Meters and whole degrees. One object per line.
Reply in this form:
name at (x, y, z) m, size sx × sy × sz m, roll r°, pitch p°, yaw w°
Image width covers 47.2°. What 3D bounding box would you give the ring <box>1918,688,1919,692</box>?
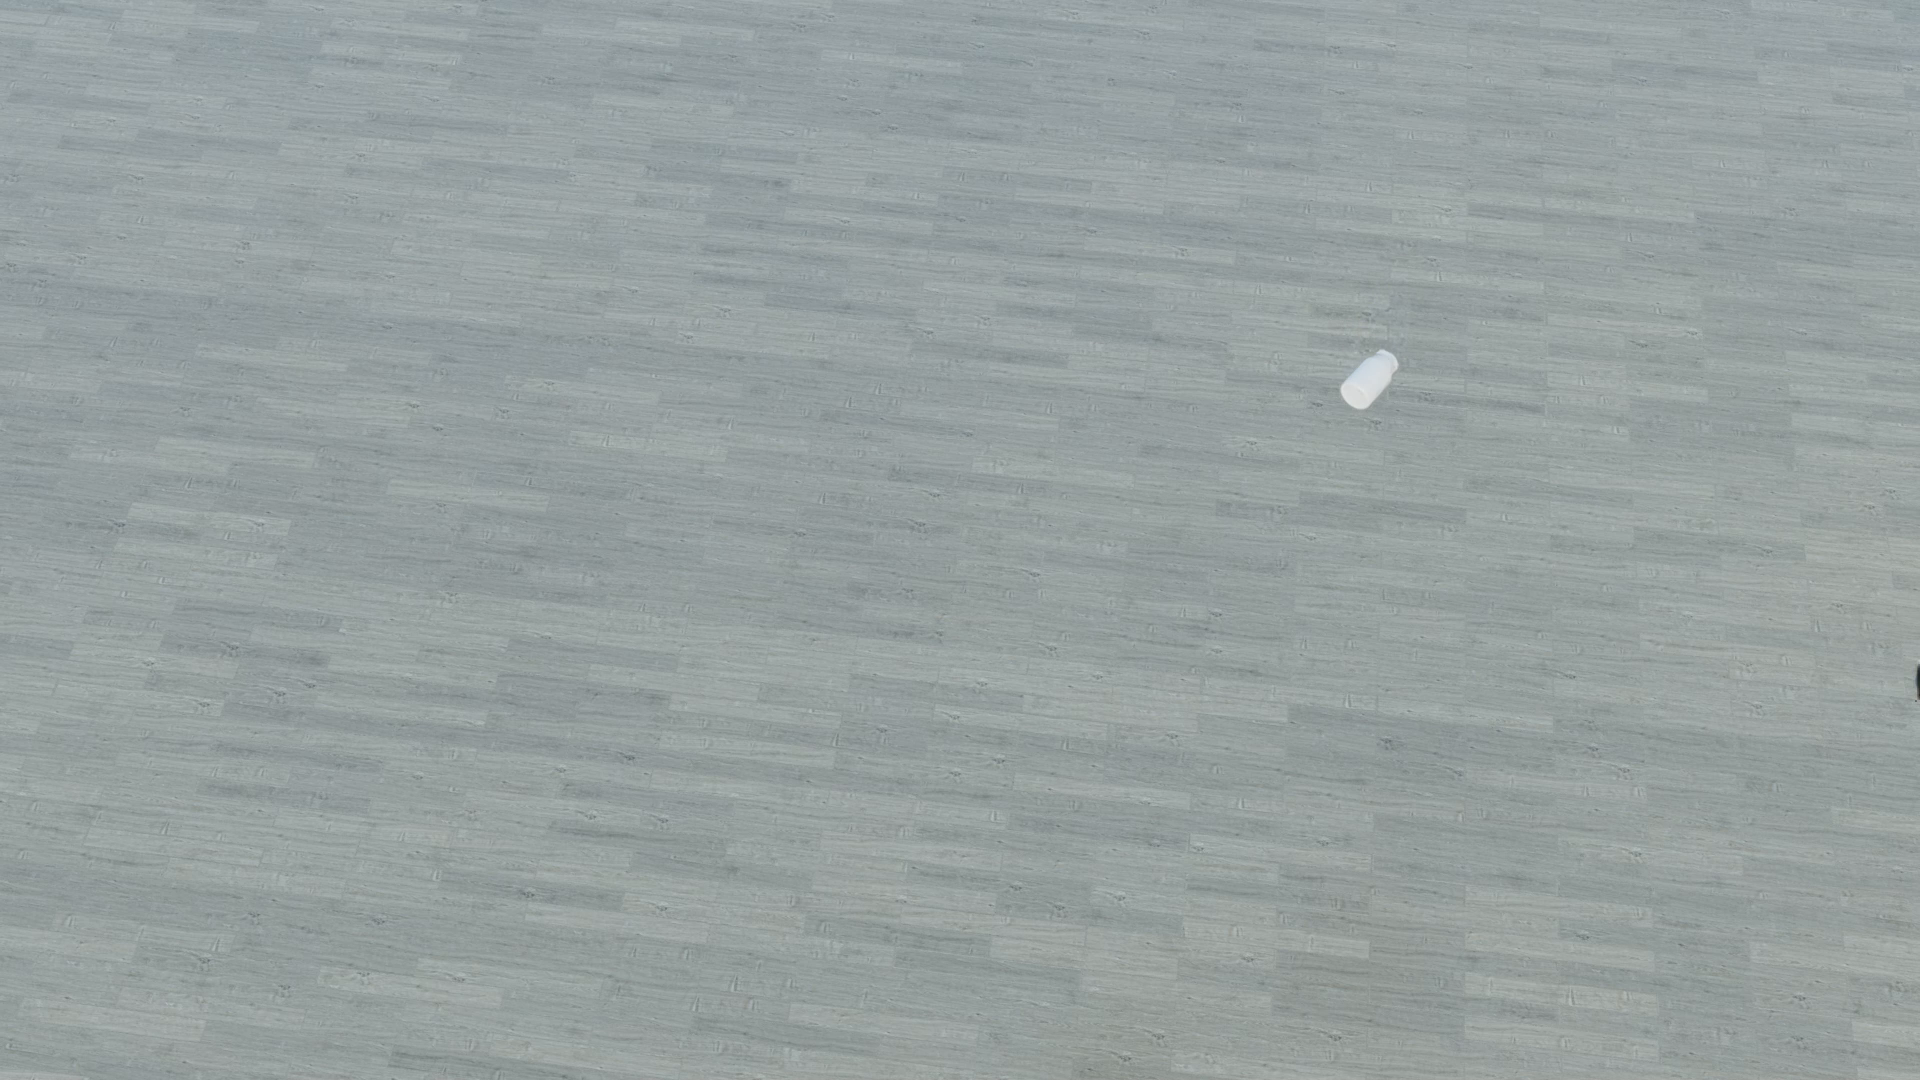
ring at (1.547, 0.258, 3.237) m, size 0.169 × 0.265 × 0.311 m, roll -20°, pitch 66°, yaw -1°
